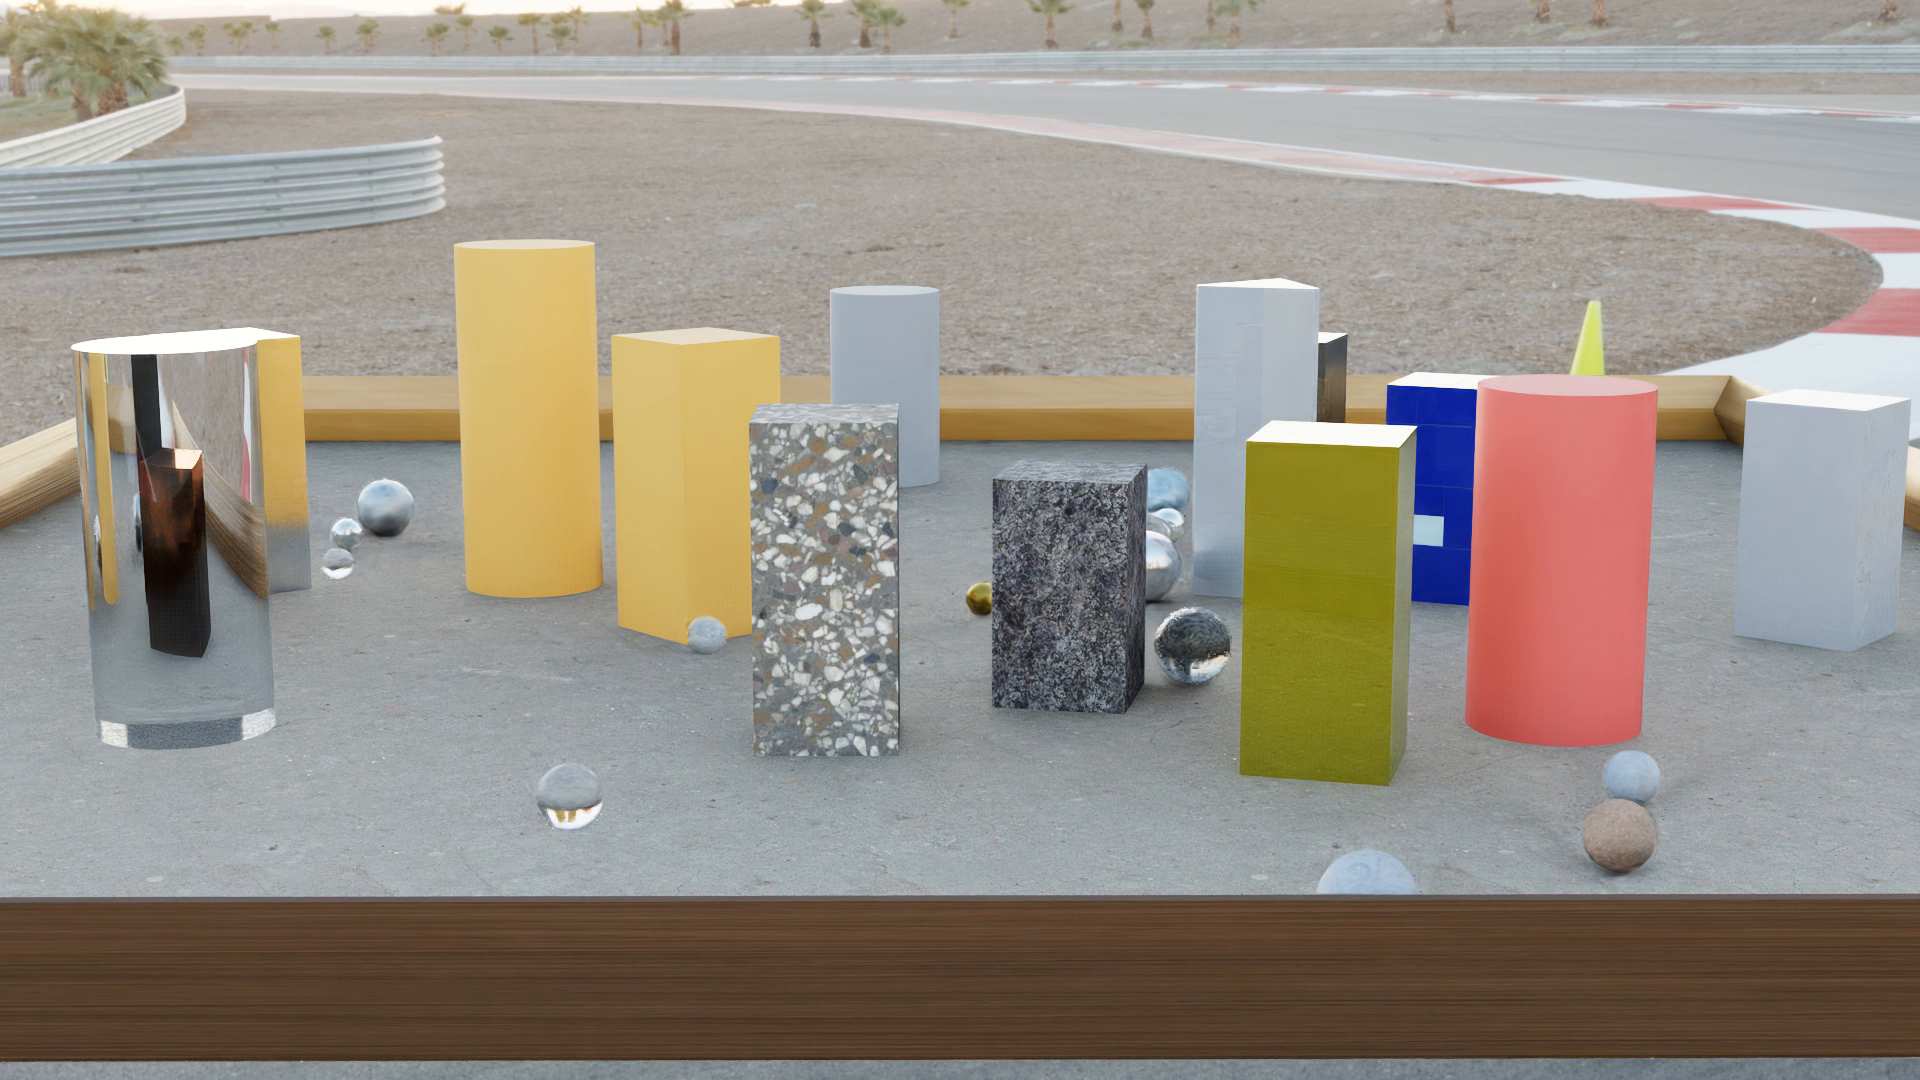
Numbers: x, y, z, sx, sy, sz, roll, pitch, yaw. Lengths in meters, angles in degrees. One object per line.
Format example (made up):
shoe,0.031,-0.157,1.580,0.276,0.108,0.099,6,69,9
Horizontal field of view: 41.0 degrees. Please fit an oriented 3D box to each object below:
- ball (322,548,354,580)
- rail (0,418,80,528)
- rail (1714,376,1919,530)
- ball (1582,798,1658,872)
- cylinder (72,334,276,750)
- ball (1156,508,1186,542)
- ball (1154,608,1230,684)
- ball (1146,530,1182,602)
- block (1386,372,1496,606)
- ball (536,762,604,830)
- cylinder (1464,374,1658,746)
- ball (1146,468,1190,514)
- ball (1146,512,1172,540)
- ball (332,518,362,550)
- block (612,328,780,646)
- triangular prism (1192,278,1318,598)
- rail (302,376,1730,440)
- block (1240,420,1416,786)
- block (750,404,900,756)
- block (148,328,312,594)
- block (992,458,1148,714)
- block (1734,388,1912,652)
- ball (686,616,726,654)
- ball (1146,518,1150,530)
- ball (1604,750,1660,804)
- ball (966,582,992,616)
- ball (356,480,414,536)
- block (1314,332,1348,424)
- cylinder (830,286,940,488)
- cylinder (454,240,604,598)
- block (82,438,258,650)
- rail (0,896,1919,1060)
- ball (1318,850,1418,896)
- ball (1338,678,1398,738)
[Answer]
ball,-0.890,0.033,3.666,0.045,0.045,0.045,0,11,0
rail,-1.493,0.034,3.441,0.045,0.125,3.180,0,11,0
rail,1.493,0.031,3.458,0.045,0.125,3.180,0,11,0
ball,0.601,0.269,2.339,0.067,0.067,0.067,0,11,0
cylinder,-0.859,-0.002,2.812,0.192,0.427,0.192,0,11,0
ball,0.318,-0.022,3.937,0.054,0.054,0.054,0,11,0
ball,0.275,0.126,3.043,0.090,0.090,0.090,0,11,0
ball,0.256,0.036,3.515,0.096,0.096,0.096,0,11,0
block,0.681,-0.073,3.548,0.154,0.296,0.154,5,11,23
ball,-0.375,0.247,2.467,0.064,0.064,0.064,0,11,0
cylinder,0.661,0.018,2.829,0.192,0.381,0.192,0,11,0
ball,0.325,-0.072,4.114,0.088,0.088,0.088,0,11,0
ball,0.264,0.002,3.716,0.088,0.088,0.088,0,11,0
ball,-0.929,-0.009,3.891,0.046,0.046,0.046,0,11,0
block,-0.339,-0.074,3.323,0.154,0.382,0.154,-9,14,-41
triangular prism,0.425,-0.143,3.569,0.166,0.428,0.144,4,11,19
rail,-0.009,-0.254,4.989,3.033,0.125,0.045,0,11,0
block,0.385,0.062,2.679,0.154,0.350,0.154,3,11,16
block,-0.143,0.040,2.775,0.154,0.358,0.154,0,11,-1
block,-1.019,-0.108,3.579,0.154,0.355,0.154,-9,14,-40
block,0.128,0.051,2.972,0.154,0.264,0.154,2,11,12
block,1.106,-0.029,3.291,0.154,0.305,0.154,9,14,39
ball,-0.317,0.118,3.204,0.048,0.048,0.048,0,11,0
ball,0.267,-0.021,3.949,0.048,0.048,0.048,0,11,0
ball,0.668,0.236,2.552,0.055,0.055,0.055,0,11,0
ball,0.030,0.079,3.424,0.045,0.045,0.045,0,11,0
ball,-0.895,-0.050,3.996,0.089,0.089,0.089,0,11,0
block,0.543,-0.195,4.238,0.154,0.284,0.154,4,11,21
cylinder,-0.132,-0.273,4.521,0.192,0.334,0.192,0,11,0
cylinder,-0.602,-0.173,3.591,0.192,0.479,0.192,0,11,0
block,-1.019,0.001,3.313,0.154,0.237,0.154,-9,14,-41
rail,0.009,0.318,1.909,3.033,0.125,0.045,0,11,0
ball,0.339,0.299,2.131,0.084,0.084,0.084,0,11,0
ball,0.446,0.184,2.800,0.065,0.065,0.065,0,11,0
